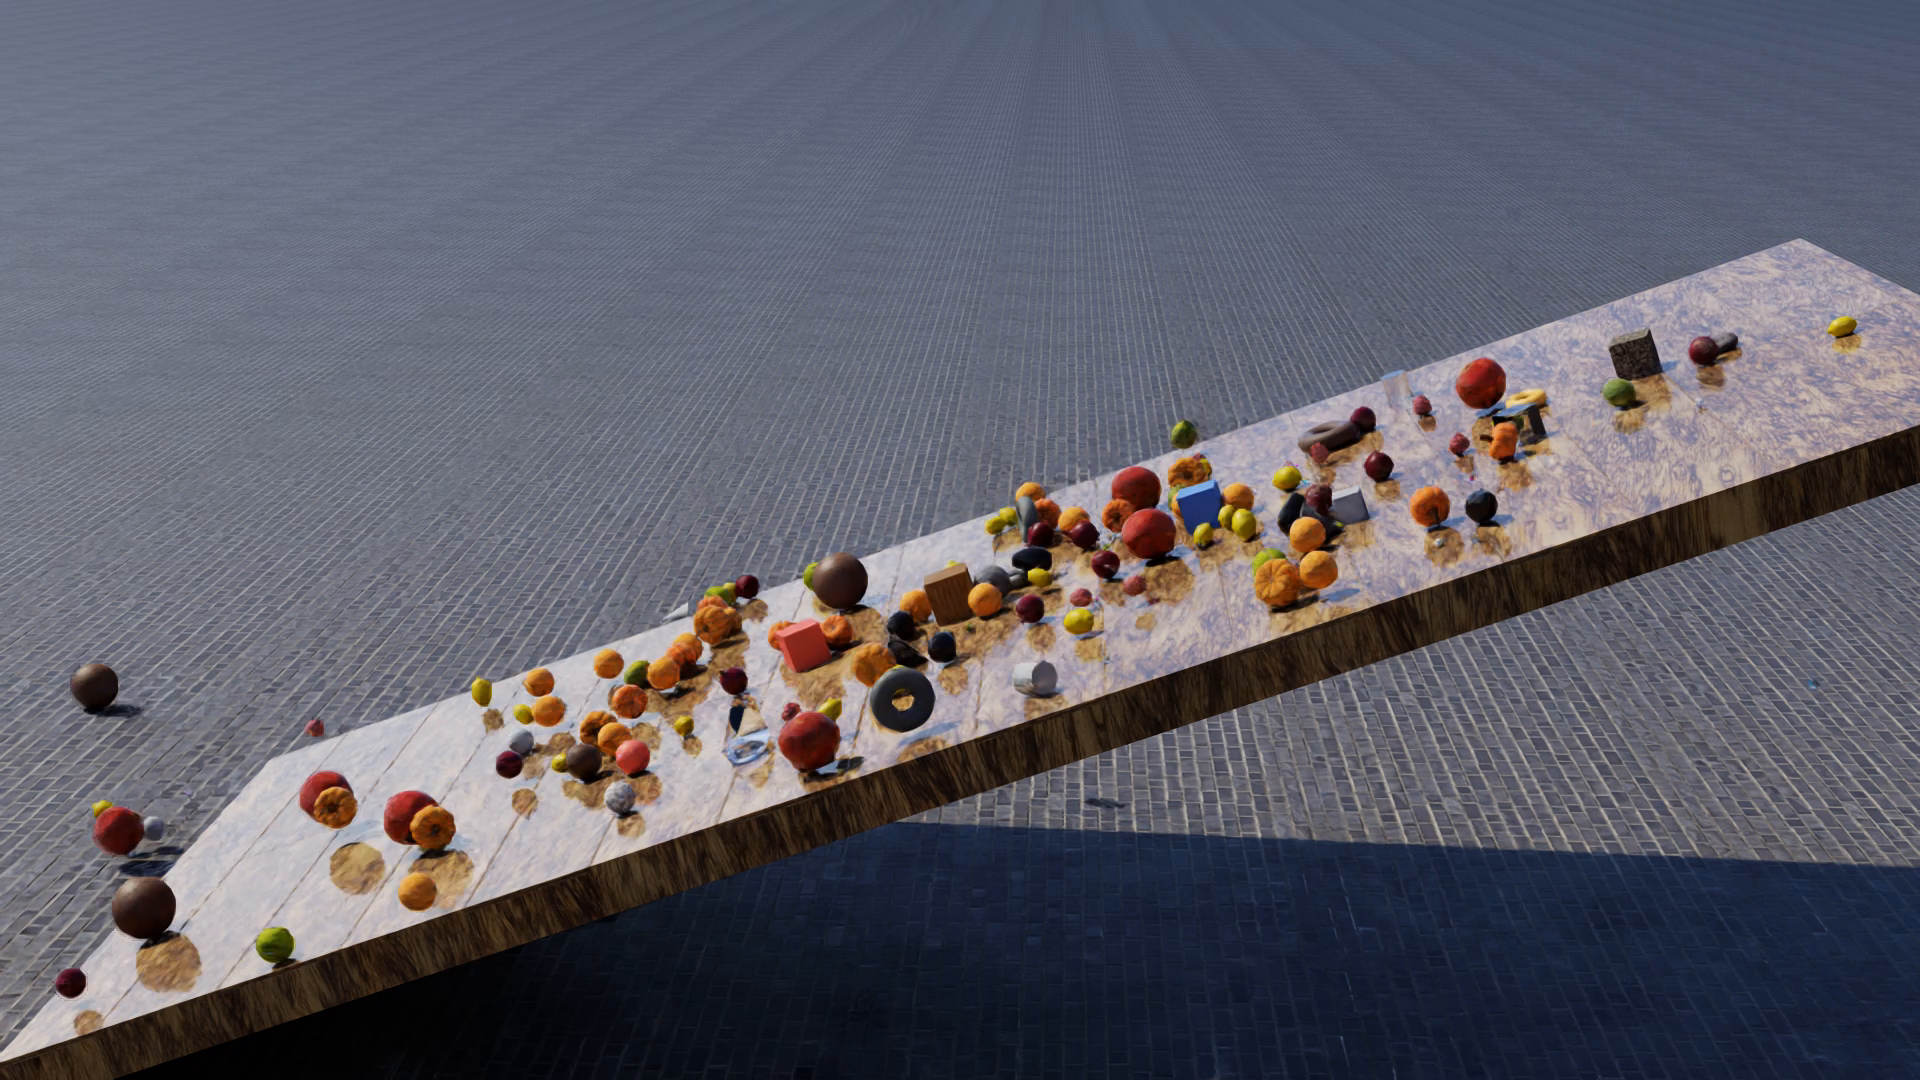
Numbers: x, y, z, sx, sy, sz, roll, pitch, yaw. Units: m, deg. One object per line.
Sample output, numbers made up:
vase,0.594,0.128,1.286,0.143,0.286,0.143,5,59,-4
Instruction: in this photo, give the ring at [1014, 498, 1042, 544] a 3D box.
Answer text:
ring,0.156,-0.045,6.744,0.038,0.115,0.115,-22,17,-10

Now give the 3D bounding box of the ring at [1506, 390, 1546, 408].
ring,1.216,-0.297,6.318,0.092,0.031,0.092,-20,15,5

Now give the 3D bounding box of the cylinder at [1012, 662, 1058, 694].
cylinder,0.139,0.256,5.456,0.060,0.060,0.060,-9,3,-36

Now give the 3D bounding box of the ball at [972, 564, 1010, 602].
ball,0.068,0.093,6.312,0.081,0.081,0.081,0,13,0

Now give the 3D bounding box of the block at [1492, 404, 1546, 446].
block,1.148,-0.236,6.043,0.068,0.068,0.068,-25,12,-26

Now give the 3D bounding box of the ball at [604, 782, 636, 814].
ball,-0.657,0.498,5.685,0.063,0.063,0.063,0,13,0

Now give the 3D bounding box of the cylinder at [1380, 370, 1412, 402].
cylinder,1.021,-0.359,6.878,0.060,0.060,0.060,-19,11,4

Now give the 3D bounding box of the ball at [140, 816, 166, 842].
ball,-1.939,0.694,7.068,0.059,0.059,0.059,0,13,0

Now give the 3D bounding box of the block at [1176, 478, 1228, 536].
block,0.519,-0.071,6.307,0.084,0.084,0.084,-18,11,11

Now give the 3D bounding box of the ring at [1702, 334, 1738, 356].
ring,1.604,-0.413,6.208,0.078,0.026,0.078,-23,12,5

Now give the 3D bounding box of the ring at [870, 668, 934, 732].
ring,-0.107,0.297,5.478,0.122,0.122,0.041,-2,4,-8

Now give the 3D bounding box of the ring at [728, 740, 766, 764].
ring,-0.418,0.415,5.761,0.080,0.027,0.080,-18,9,3

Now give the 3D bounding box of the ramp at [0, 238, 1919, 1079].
ramp,0.112,0.178,6.301,4.000,0.100,2.000,-19,11,6

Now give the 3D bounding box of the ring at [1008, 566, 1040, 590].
ring,0.130,0.082,6.395,0.089,0.030,0.089,-18,12,4

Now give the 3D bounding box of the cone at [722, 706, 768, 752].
cone,-0.447,0.397,5.856,0.096,0.096,0.096,-45,-14,31

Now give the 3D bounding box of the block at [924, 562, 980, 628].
block,-0.017,0.117,6.312,0.096,0.096,0.096,-19,11,3

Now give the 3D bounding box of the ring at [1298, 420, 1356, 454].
ring,0.831,-0.232,6.642,0.137,0.046,0.137,-18,12,4

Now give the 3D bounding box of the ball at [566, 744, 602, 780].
ball,-0.775,0.456,6.057,0.075,0.075,0.075,0,13,0

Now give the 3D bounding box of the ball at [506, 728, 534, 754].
ball,-0.970,0.445,6.496,0.060,0.060,0.060,0,13,0

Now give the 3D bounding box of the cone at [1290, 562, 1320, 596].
cone,0.637,0.067,5.506,0.058,0.058,0.058,-19,11,4

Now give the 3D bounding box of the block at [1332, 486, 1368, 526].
block,0.782,-0.069,5.906,0.057,0.057,0.057,-17,11,13

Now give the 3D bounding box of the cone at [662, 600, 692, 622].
cone,-0.869,0.238,9.007,0.090,0.090,0.090,-15,14,-3

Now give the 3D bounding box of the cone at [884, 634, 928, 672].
cone,-0.102,0.240,6.023,0.083,0.083,0.083,11,15,13

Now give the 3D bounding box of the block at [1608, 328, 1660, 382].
block,1.436,-0.393,6.260,0.082,0.082,0.082,-15,12,22

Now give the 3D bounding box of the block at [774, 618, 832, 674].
block,-0.340,0.228,6.369,0.085,0.085,0.085,-23,11,-13

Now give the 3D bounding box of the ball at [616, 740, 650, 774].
ball,-0.663,0.439,5.957,0.070,0.070,0.070,0,13,0
